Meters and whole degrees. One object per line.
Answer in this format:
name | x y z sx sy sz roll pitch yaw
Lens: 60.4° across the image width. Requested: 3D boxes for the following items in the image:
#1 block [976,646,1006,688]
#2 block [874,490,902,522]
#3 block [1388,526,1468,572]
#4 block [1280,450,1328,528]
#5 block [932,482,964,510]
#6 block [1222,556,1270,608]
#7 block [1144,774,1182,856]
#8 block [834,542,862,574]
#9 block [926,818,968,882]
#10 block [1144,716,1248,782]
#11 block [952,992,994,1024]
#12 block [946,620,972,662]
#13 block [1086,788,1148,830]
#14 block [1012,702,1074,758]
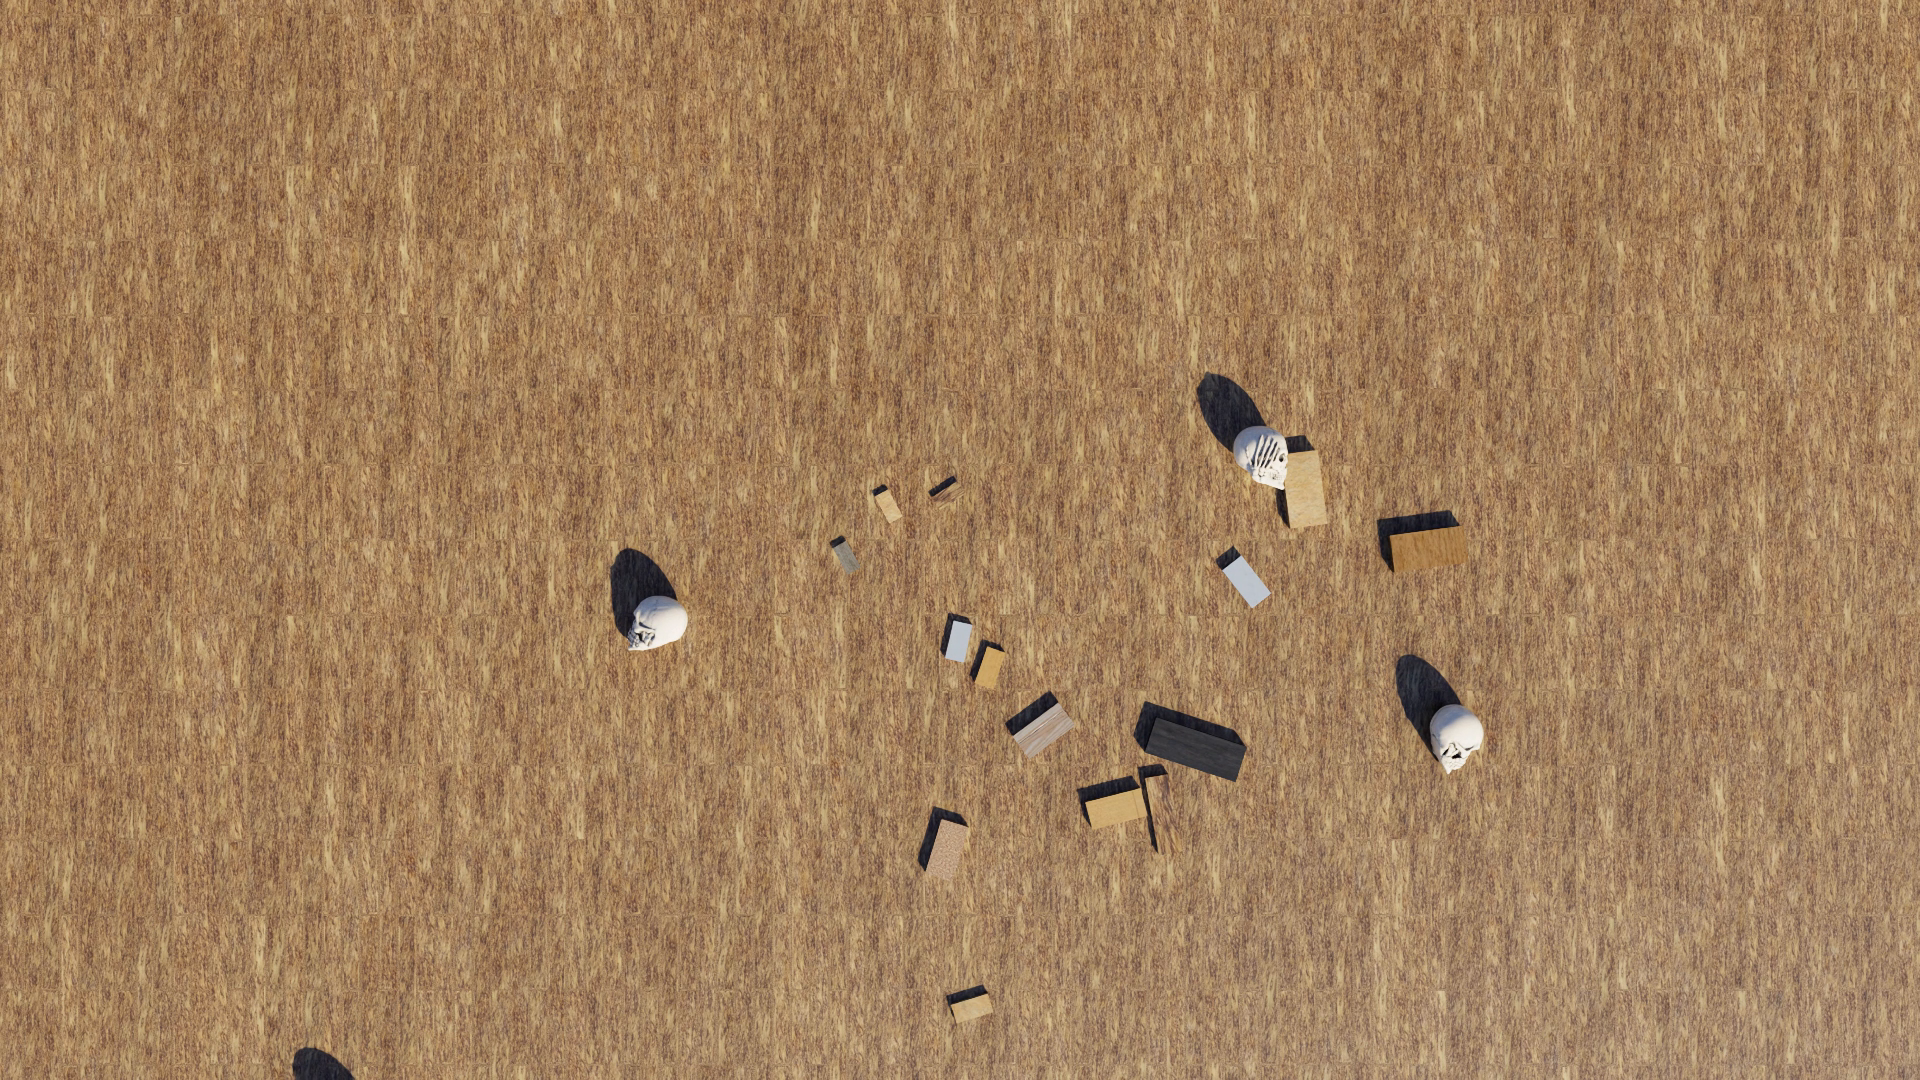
block | 0.100 0.425 5.491 0.064 0.018 0.128 19 90 0
block | -0.237 -0.112 5.493 0.050 0.014 0.101 -28 90 0
block | 1.555 0.029 5.483 0.247 0.035 0.123 -8 90 0
block | 1.140 -0.168 5.483 0.123 0.035 0.247 -7 90 0
block | -0.038 -0.147 5.493 0.101 0.014 0.050 -33 90 0
block | 0.952 0.139 5.489 0.080 0.023 0.160 -38 90 0
block | 0.677 0.912 5.489 0.080 0.023 0.261 -10 90 0
block | -0.376 0.059 5.493 0.050 0.014 0.101 -30 90 0
block | -0.043 1.031 5.487 0.095 0.027 0.189 17 90 0
block | 0.782 0.695 5.483 0.316 0.035 0.123 18 90 0
block | 0.041 1.557 5.491 0.128 0.018 0.064 -17 90 0
block | -0.004 0.338 5.491 0.064 0.018 0.128 13 90 0
block | 0.519 0.893 5.487 0.189 0.027 0.095 -14 90 0
block | 0.279 0.634 5.487 0.189 0.027 0.094 -36 90 0
